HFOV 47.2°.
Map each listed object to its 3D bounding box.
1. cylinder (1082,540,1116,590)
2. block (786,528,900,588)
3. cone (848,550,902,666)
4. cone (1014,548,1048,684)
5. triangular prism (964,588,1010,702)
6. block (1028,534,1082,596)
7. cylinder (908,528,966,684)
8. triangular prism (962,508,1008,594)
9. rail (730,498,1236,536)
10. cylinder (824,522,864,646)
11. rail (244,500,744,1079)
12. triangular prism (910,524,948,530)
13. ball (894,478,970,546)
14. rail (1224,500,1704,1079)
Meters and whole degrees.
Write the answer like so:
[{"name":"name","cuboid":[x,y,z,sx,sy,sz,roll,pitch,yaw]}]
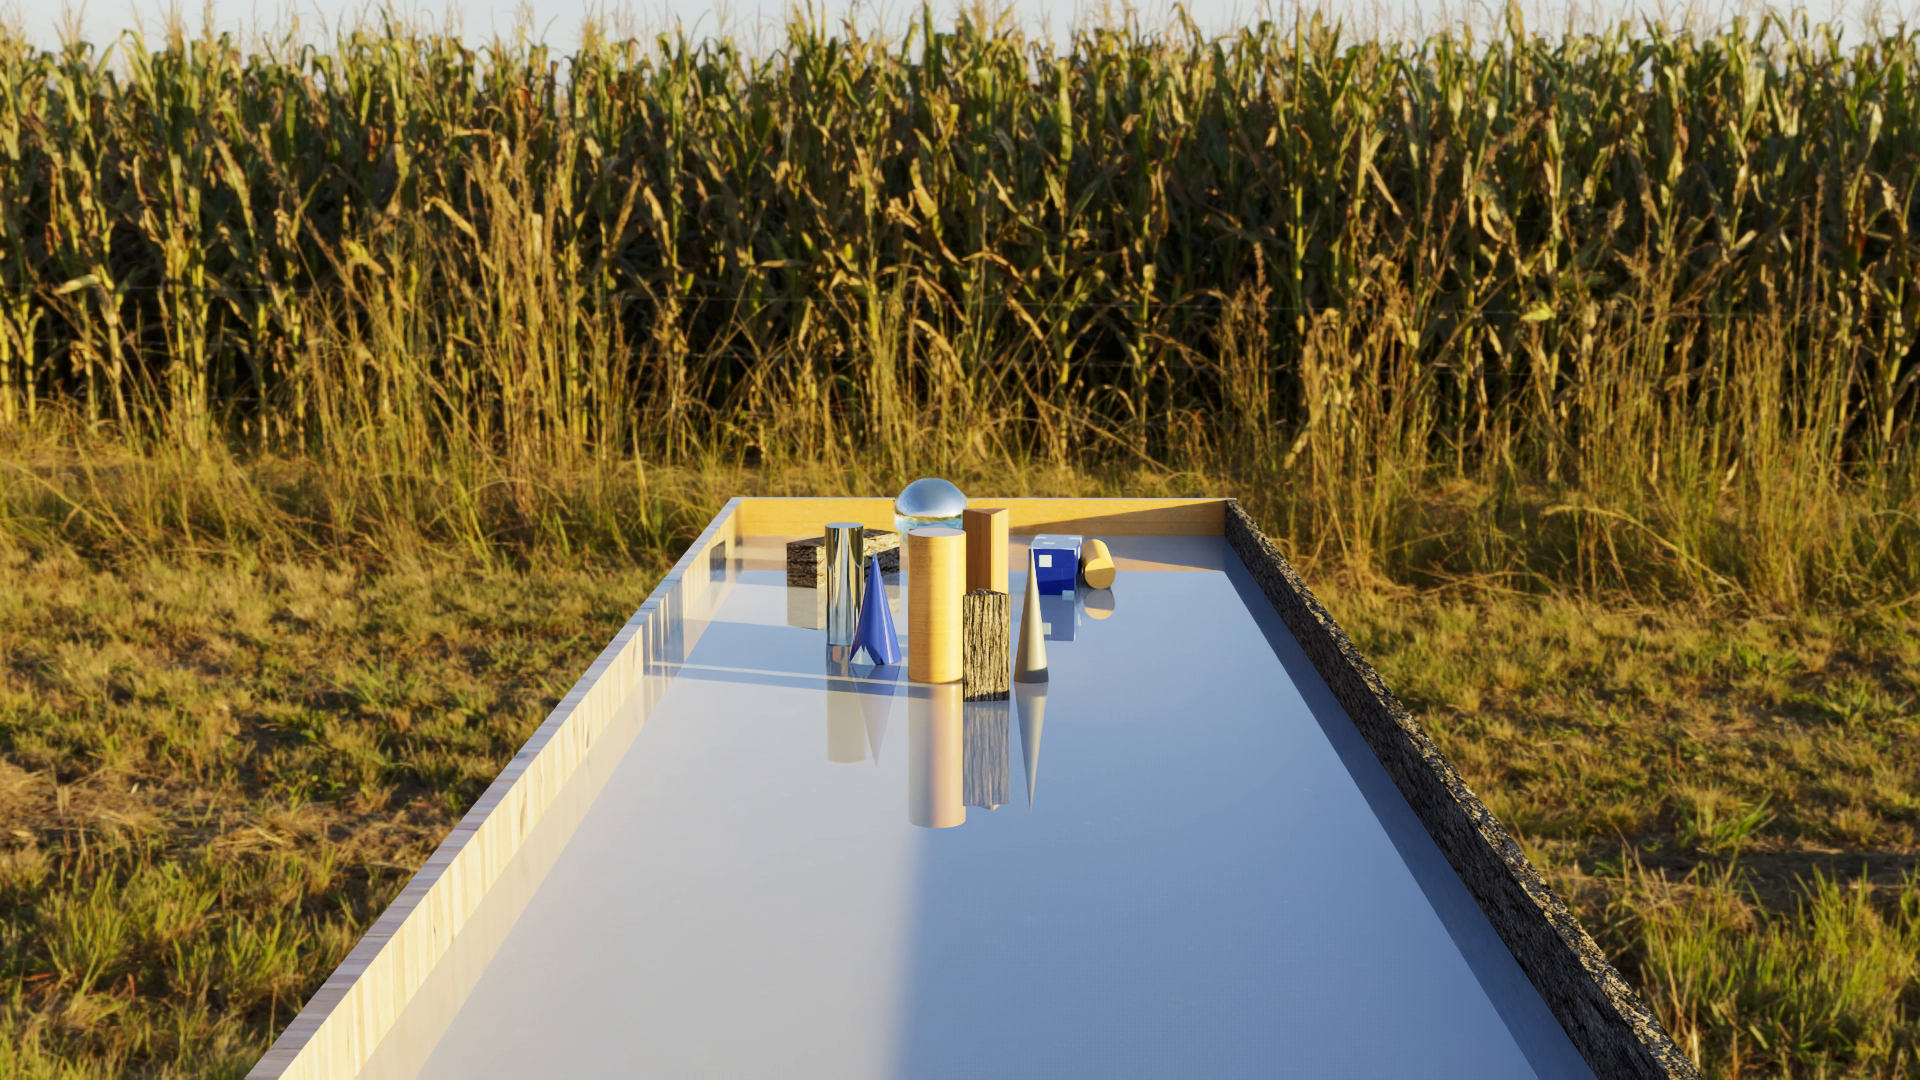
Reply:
[{"name":"cylinder","cuboid":[0.505,0.087,8.107,0.111,0.111,0.441,0,9,0]},{"name":"block","cuboid":[-0.428,0.066,8.110,0.152,0.152,0.451,7,12,39]},{"name":"cone","cuboid":[-0.258,0.194,6.683,0.163,0.345,0.163,0,9,0]},{"name":"cone","cuboid":[0.208,0.207,6.399,0.104,0.409,0.104,0,9,0]},{"name":"triangular prism","cuboid":[0.066,0.293,6.196,0.132,0.301,0.115,-1,9,-8]},{"name":"block","cuboid":[0.345,0.087,7.932,0.165,0.165,0.333,1,9,8]},{"name":"cylinder","cuboid":[-0.068,0.191,6.425,0.170,0.432,0.170,0,9,0]},{"name":"triangular prism","cuboid":[0.099,0.134,6.702,0.121,0.457,0.140,-8,12,-40]},{"name":"rail","cuboid":[0.099,-0.098,9.147,2.100,0.150,0.050,0,9,1]},{"name":"cylinder","cuboid":[-0.363,0.139,6.928,0.122,0.376,0.122,0,9,0]},{"name":"rail","cuboid":[-1.004,0.839,3.234,0.050,0.150,12.000,0,9,1]},{"name":"triangular prism","cuboid":[-0.072,0.140,6.947,0.148,0.369,0.128,2,9,14]},{"name":"ball","cuboid":[-0.112,-0.096,8.653,0.302,0.302,0.302,0,9,0]},{"name":"rail","cuboid":[1.046,0.843,3.208,0.050,0.150,12.000,0,9,1]}]
